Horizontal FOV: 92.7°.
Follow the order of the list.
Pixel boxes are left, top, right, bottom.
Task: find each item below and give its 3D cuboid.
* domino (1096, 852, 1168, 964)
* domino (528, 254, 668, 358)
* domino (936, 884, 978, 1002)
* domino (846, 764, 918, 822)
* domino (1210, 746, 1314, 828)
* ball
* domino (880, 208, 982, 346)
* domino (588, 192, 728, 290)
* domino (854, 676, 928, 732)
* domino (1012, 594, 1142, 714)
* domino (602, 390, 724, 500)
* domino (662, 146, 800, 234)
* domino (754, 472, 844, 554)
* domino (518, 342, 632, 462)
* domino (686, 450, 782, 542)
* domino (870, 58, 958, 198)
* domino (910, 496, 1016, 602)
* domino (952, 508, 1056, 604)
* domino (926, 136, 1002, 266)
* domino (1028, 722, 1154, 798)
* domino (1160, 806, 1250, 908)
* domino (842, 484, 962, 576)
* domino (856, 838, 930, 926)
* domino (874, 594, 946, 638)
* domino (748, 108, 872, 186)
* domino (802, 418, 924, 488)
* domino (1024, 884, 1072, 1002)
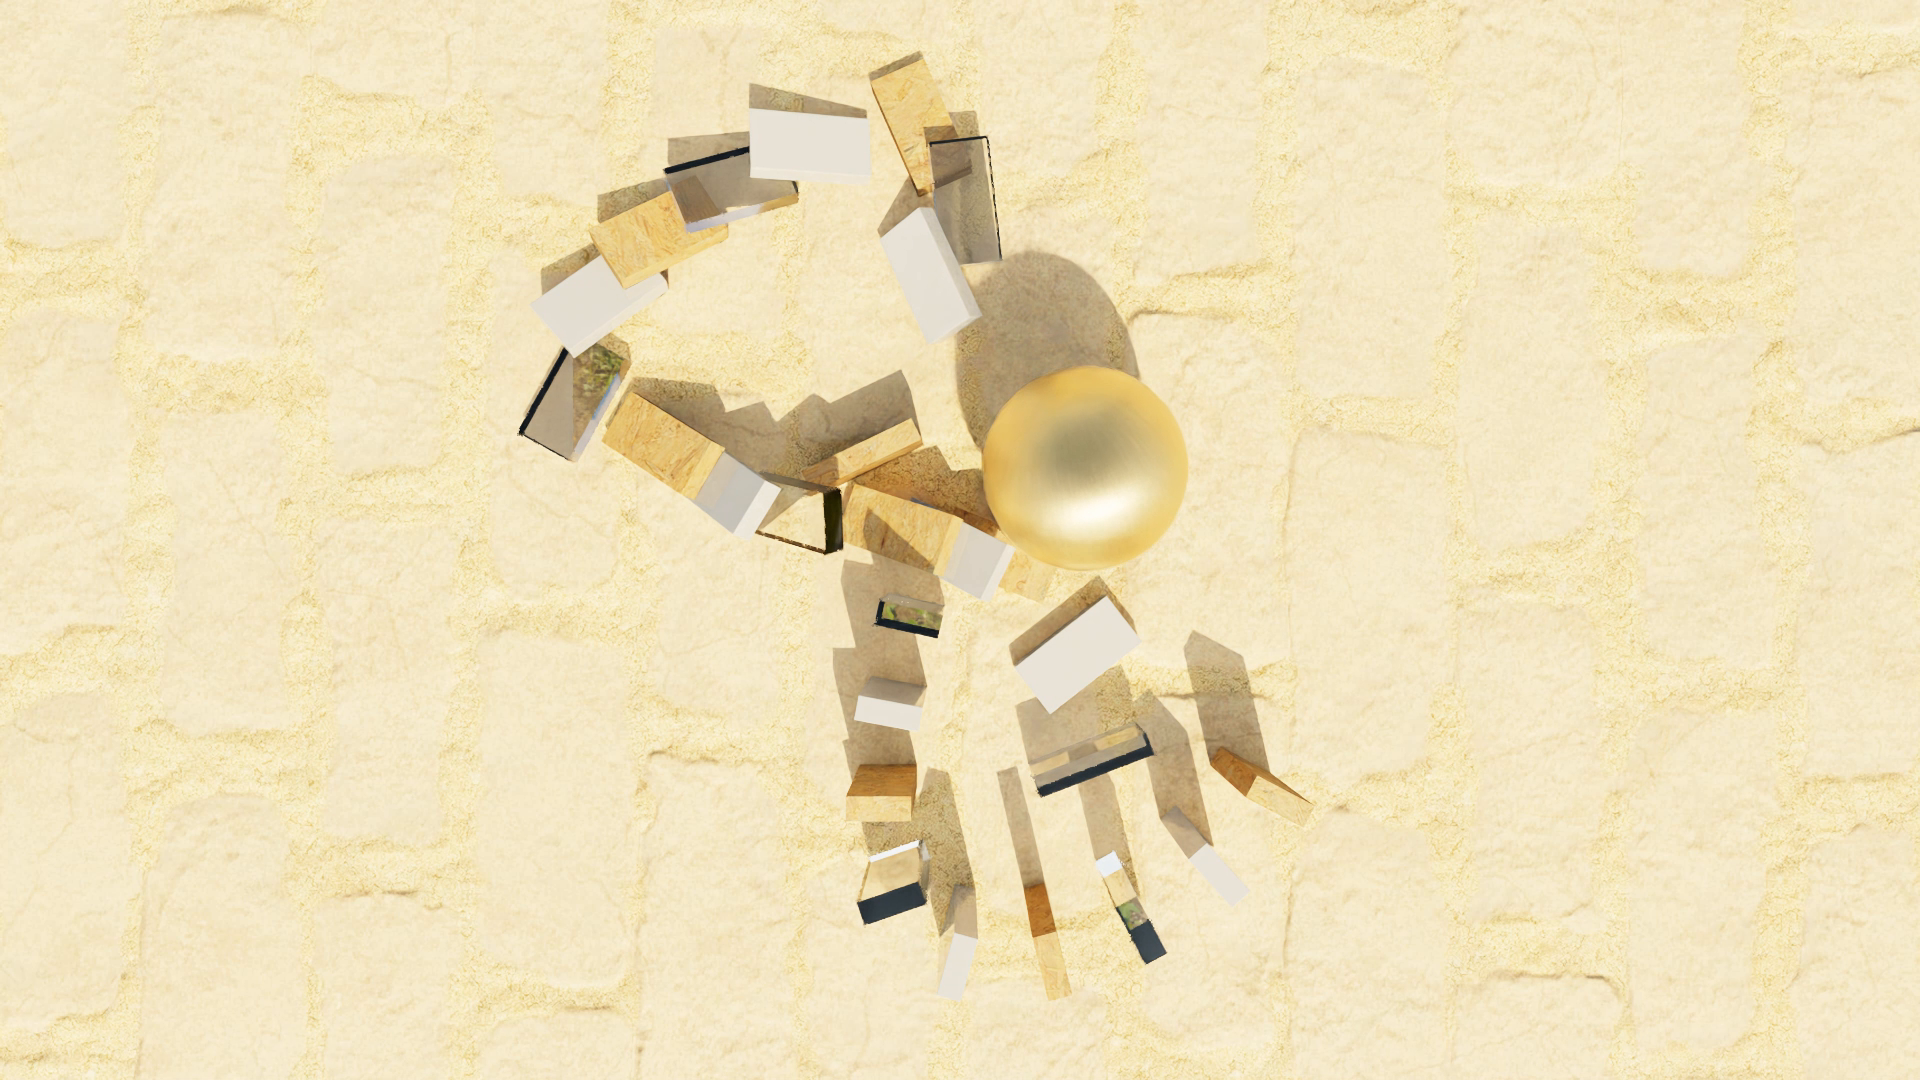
[{"bbox_3d":[0.069,0.149,0.375,0.010,0.050,0.025,-28,90,0],"label":"domino"},{"bbox_3d":[-0.153,-0.103,0.389,0.050,0.010,0.025,-42,90,-14],"label":"domino"},{"bbox_3d":[-0.001,0.163,0.375,0.010,0.050,0.025,16,90,0],"label":"domino"},{"bbox_3d":[-0.031,0.103,0.375,0.025,0.050,0.010,0,90,0],"label":"domino"},{"bbox_3d":[0.122,0.100,0.375,0.025,0.050,0.009,28,90,0],"label":"domino"},{"bbox_3d":[0.048,-0.028,0.360,0.080,0.080,0.080,0,90,0],"label":"ball"},{"bbox_3d":[-0.013,-0.111,0.389,0.025,0.010,0.050,-25,90,38],"label":"domino"},{"bbox_3d":[-0.127,-0.130,0.389,0.050,0.009,0.025,-33,90,-16],"label":"domino"},{"bbox_3d":[-0.027,0.066,0.375,0.025,0.050,0.010,11,90,0],"label":"domino"},{"bbox_3d":[0.050,0.049,0.395,0.050,0.009,0.025,-38,90,0],"label":"domino"},{"bbox_3d":[-0.126,-0.040,0.386,0.050,0.010,0.025,31,90,22],"label":"domino"},{"bbox_3d":[-0.097,-0.150,0.389,0.050,0.010,0.025,-22,90,-16],"label":"domino"},{"bbox_3d":[-0.069,-0.012,0.377,0.050,0.009,0.025,14,112,40],"label":"domino"},{"bbox_3d":[-0.166,-0.062,0.395,0.025,0.009,0.050,29,90,0],"label":"domino"},{"bbox_3d":[-0.098,-0.022,0.382,0.050,0.010,0.025,32,91,35],"label":"domino"},{"bbox_3d":[-0.017,-0.177,0.395,0.025,0.009,0.050,-24,90,0],"label":"domino"},{"bbox_3d":[-0.004,0.004,0.383,0.050,0.010,0.025,27,93,27],"label":"domino"},{"bbox_3d":[0.017,0.007,0.395,0.050,0.010,0.025,22,90,0],"label":"domino"},{"bbox_3d":[0.002,-0.143,0.389,0.025,0.009,0.050,-8,102,-4],"label":"domino"},{"bbox_3d":[0.055,0.092,0.388,0.050,0.025,0.010,-21,90,0],"label":"domino"},{"bbox_3d":[0.099,0.128,0.375,0.009,0.050,0.025,-42,90,0],"label":"domino"},{"bbox_3d":[-0.026,-0.004,0.384,0.050,0.009,0.025,18,89,27],"label":"domino"},{"bbox_3d":[-0.026,0.139,0.375,0.025,0.050,0.010,-19,90,0],"label":"domino"},{"bbox_3d":[-0.020,0.030,0.375,0.025,0.050,0.009,13,90,0],"label":"domino"},{"bbox_3d":[-0.064,-0.166,0.388,0.050,0.010,0.025,-2,87,-15],"label":"domino"},{"bbox_3d":[-0.040,-0.035,0.388,0.050,0.025,0.009,-26,90,0],"label":"domino"},{"bbox_3d":[0.035,0.163,0.375,0.009,0.050,0.025,-14,90,0],"label":"domino"}]
